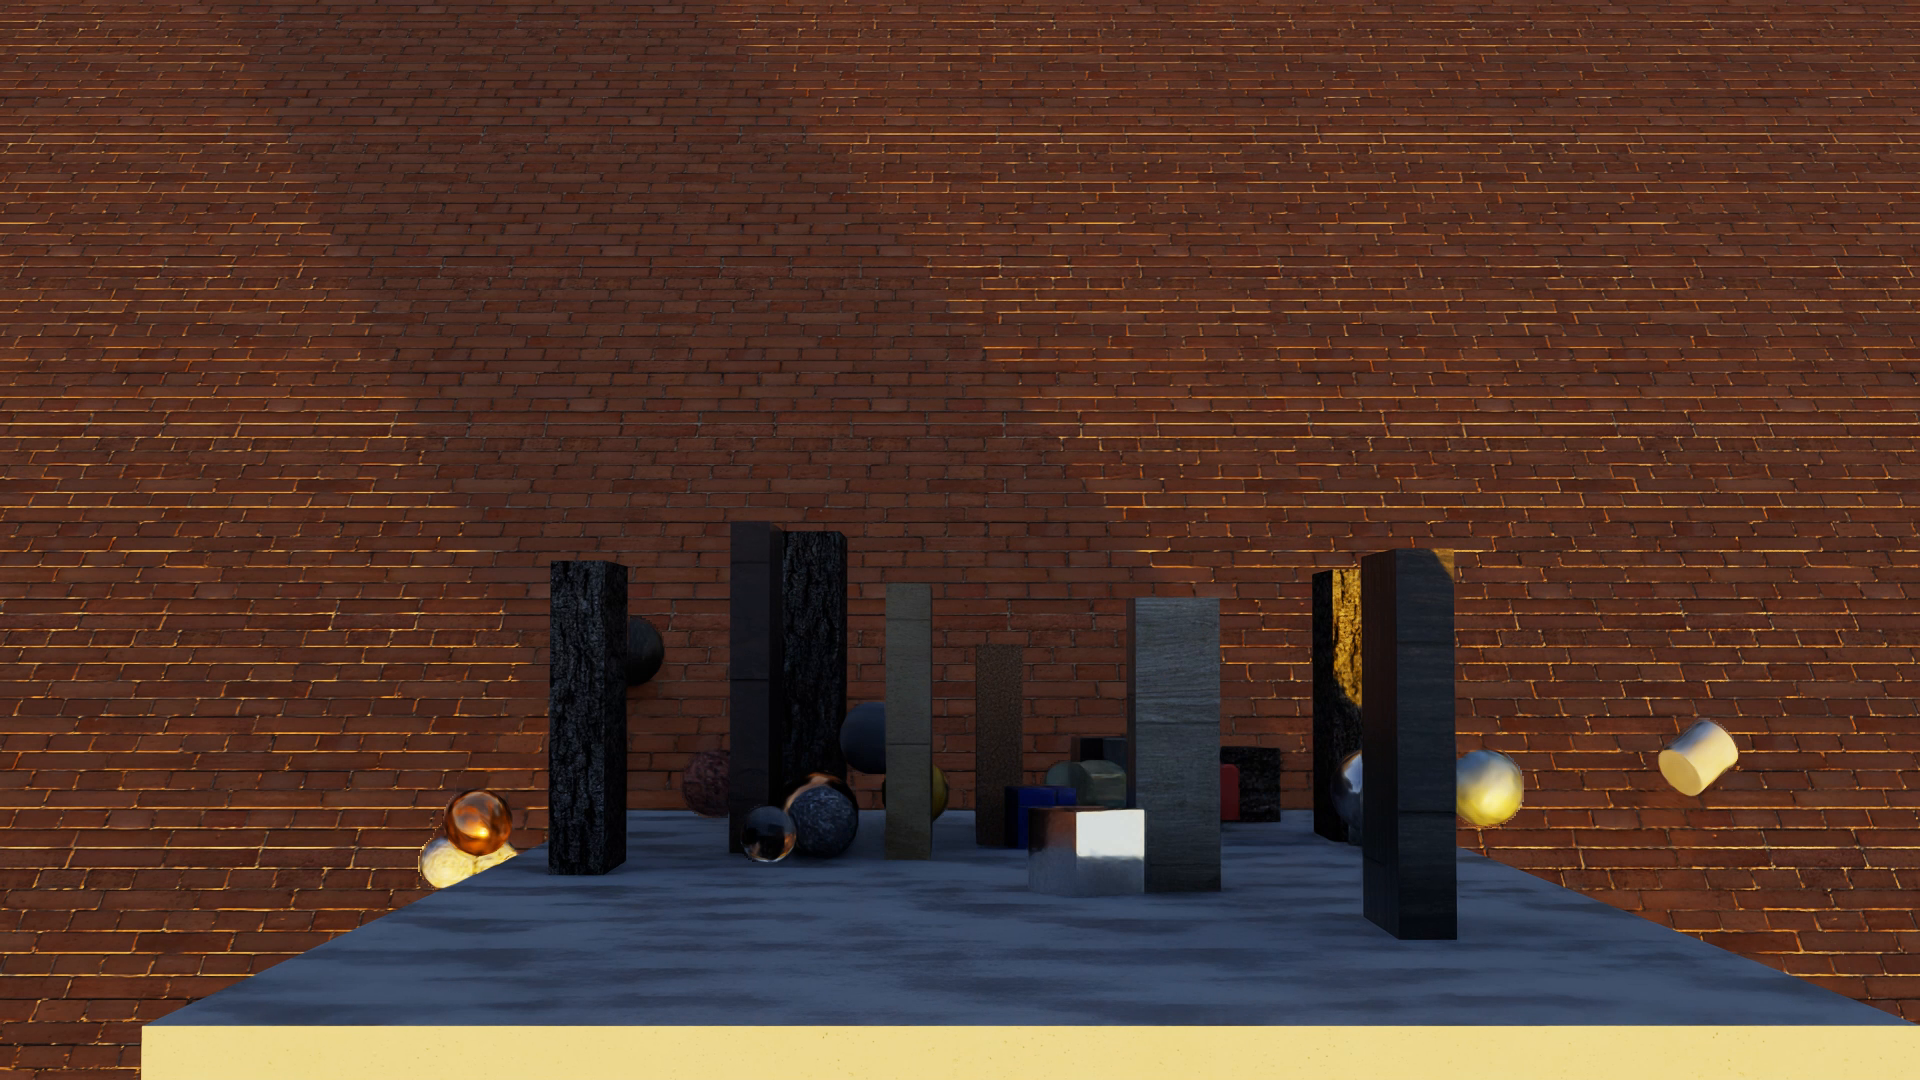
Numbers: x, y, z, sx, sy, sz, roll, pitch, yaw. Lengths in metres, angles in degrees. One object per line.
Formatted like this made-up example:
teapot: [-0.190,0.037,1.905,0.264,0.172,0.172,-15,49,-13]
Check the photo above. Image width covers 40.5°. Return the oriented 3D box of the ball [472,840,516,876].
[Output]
ball: [-1.150,0.786,6.390,0.123,0.123,0.123,0,37,0]

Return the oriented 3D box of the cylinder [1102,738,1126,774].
cylinder: [0.456,0.599,6.493,0.203,0.203,0.203,0,-3,0]

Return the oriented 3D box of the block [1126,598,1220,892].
block: [0.384,0.365,4.703,0.148,0.517,0.251,0,-2,0]

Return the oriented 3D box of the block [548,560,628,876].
block: [-0.725,0.343,5.091,0.104,0.594,0.335,0,-2,0]

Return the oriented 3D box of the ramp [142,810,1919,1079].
ramp: [0.081,0.683,4.918,2.000,0.100,4.000,0,-2,0]

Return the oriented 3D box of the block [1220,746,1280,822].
block: [0.682,0.613,6.544,0.181,0.181,0.181,1,-3,-22]

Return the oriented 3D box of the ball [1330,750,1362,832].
ball: [0.877,0.531,5.517,0.182,0.182,0.182,0,37,0]

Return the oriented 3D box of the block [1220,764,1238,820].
block: [0.611,0.617,6.362,0.128,0.128,0.128,-1,-1,2]

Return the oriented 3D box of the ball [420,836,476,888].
ball: [-1.226,0.773,6.230,0.129,0.129,0.129,0,37,0]

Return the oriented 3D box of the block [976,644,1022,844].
block: [0.087,0.457,5.914,0.101,0.438,0.443,0,-2,0]

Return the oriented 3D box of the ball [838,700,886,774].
ball: [-0.191,0.450,5.908,0.168,0.168,0.168,0,37,0]

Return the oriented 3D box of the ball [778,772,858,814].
ball: [-0.299,0.573,5.484,0.169,0.169,0.169,0,37,0]

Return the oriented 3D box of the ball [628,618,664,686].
ball: [-0.944,0.319,7.417,0.199,0.199,0.199,0,37,0]

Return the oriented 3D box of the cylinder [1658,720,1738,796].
cylinder: [1.979,0.585,6.977,0.146,0.146,0.146,-33,47,-23]

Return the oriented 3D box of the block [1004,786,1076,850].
block: [0.173,0.600,5.629,0.128,0.128,0.128,1,-3,-12]

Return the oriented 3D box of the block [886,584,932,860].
block: [-0.106,0.377,5.494,0.091,0.560,0.425,0,-2,0]

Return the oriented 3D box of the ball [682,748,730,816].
ball: [-0.567,0.564,6.041,0.157,0.157,0.157,0,37,0]

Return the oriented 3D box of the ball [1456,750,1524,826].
ball: [1.146,0.541,5.684,0.165,0.165,0.165,0,37,0]

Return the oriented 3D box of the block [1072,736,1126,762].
block: [0.399,0.609,6.705,0.202,0.202,0.202,0,-2,-4]

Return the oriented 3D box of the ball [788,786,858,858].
ball: [-0.282,0.577,5.313,0.146,0.146,0.146,0,37,0]

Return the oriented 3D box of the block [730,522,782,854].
block: [-0.442,0.317,5.663,0.082,0.696,0.404,0,-2,0]

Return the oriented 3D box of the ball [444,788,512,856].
ball: [-1.121,0.658,6.061,0.156,0.156,0.156,0,37,0]

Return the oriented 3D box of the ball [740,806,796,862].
ball: [-0.383,0.588,5.201,0.113,0.113,0.113,0,37,0]

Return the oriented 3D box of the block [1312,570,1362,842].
block: [0.892,0.375,5.947,0.124,0.604,0.336,0,-2,0]

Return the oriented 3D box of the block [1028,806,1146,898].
block: [0.222,0.544,4.560,0.146,0.146,0.146,2,-3,-33]

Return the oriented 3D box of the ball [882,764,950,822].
ball: [-0.108,0.610,6.286,0.164,0.164,0.164,0,37,0]

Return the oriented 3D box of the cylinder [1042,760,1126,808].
cylinder: [0.305,0.613,6.292,0.158,0.158,0.158,28,14,32]

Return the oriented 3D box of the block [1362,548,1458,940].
block: [0.684,0.306,3.983,0.085,0.572,0.334,0,-2,0]

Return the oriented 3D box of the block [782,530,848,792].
block: [-0.356,0.340,6.279,0.148,0.704,0.415,0,-2,0]

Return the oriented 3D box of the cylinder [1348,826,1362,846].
cylinder: [0.937,0.578,5.683,0.175,0.175,0.175,0,-2,0]
